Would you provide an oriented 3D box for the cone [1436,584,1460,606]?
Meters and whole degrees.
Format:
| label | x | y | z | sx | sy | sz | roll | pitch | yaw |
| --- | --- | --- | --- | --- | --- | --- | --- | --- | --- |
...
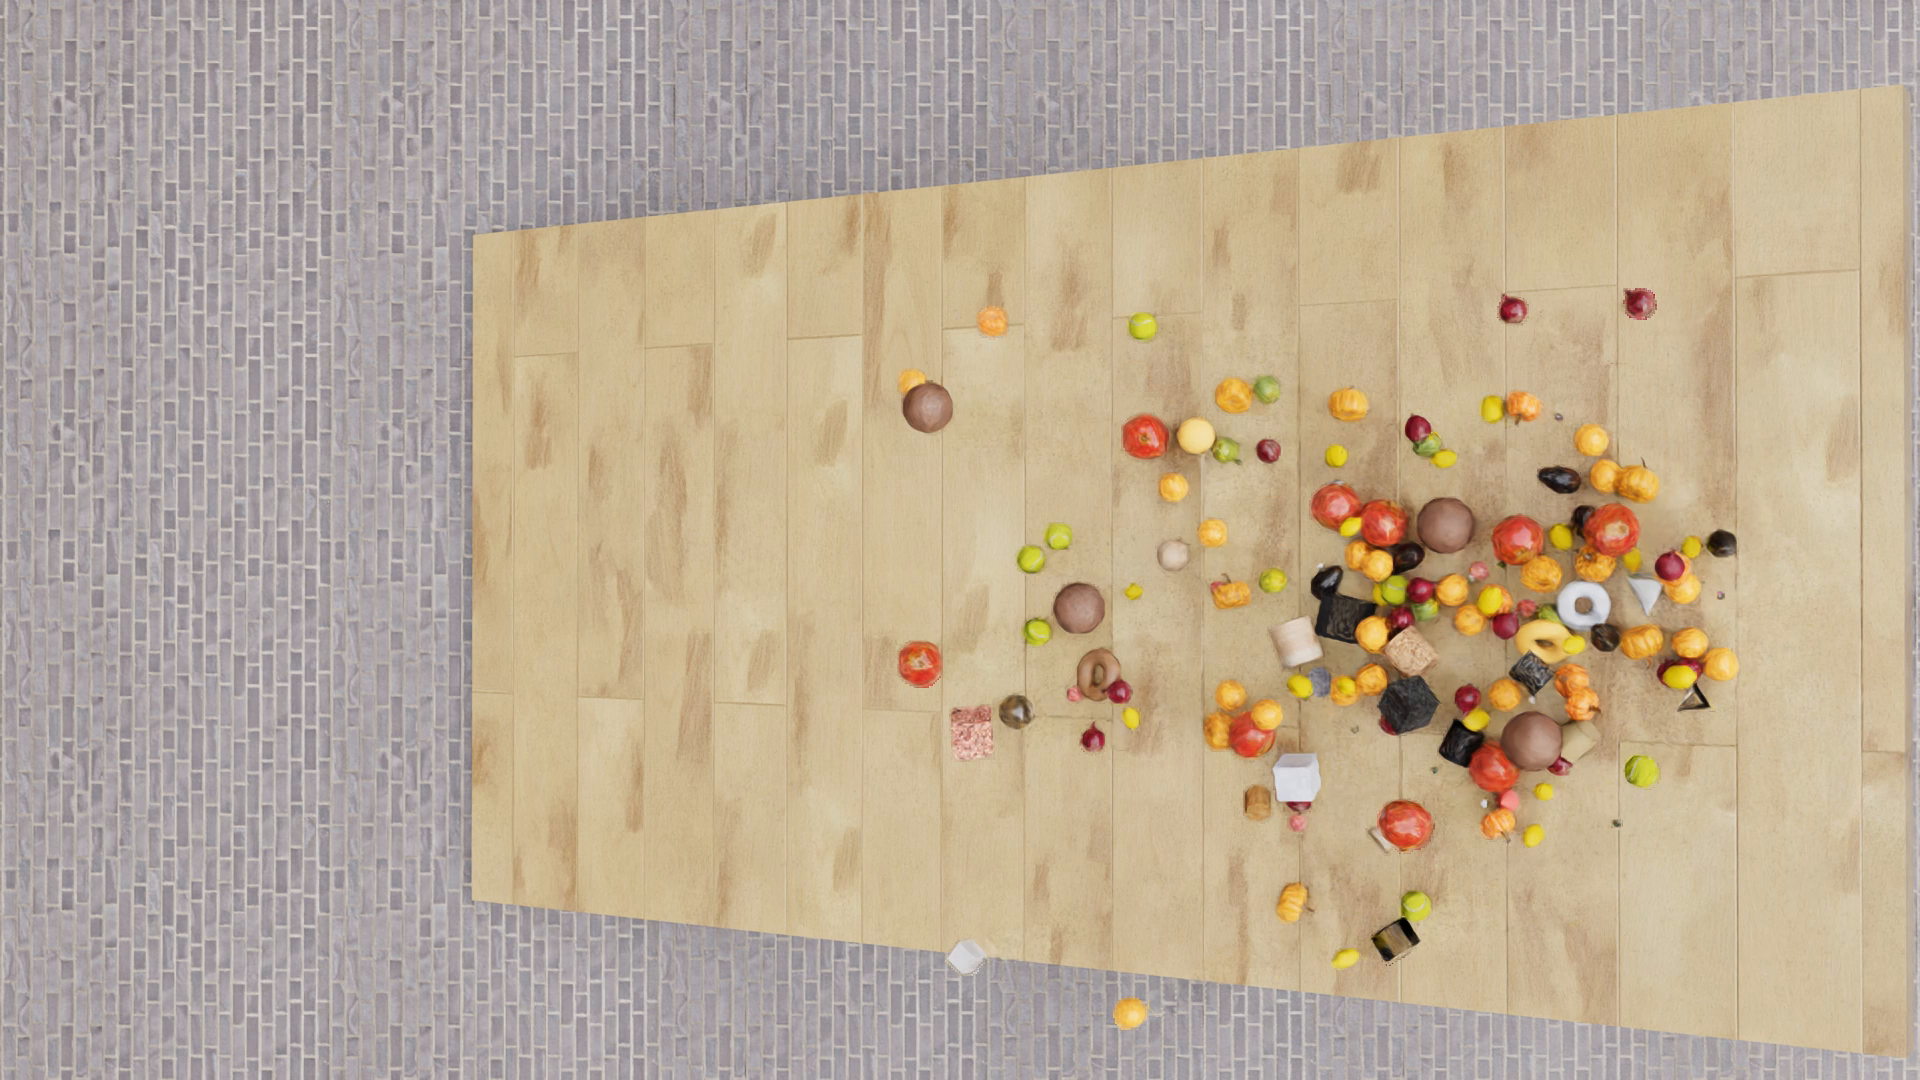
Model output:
| label | x | y | z | sx | sy | sz | roll | pitch | yaw |
| --- | --- | --- | --- | --- | --- | --- | --- | --- | --- |
| cone | 1.115 | 0.129 | 5.009 | 0.054 | 0.054 | 0.054 | 10 | 89 | 5 |

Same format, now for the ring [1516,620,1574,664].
| label | x | y | z | sx | sy | sz | roll | pitch | yaw |
| --- | --- | --- | --- | --- | --- | --- | --- | --- | --- |
| ring | 1.290 | 0.225 | 4.855 | 0.126 | 0.126 | 0.042 | 21 | 51 | 0 |

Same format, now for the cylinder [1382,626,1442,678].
| label | x | y | z | sx | sy | sz | roll | pitch | yaw |
| --- | --- | --- | --- | --- | --- | --- | --- | --- | --- |
| cylinder | 1.030 | 0.262 | 5.012 | 0.095 | 0.095 | 0.095 | -40 | 69 | 0 |

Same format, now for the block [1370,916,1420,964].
| label | x | y | z | sx | sy | sz | roll | pitch | yaw |
| --- | --- | --- | --- | --- | --- | --- | --- | --- | --- |
| block | 0.997 | 0.916 | 5.034 | 0.067 | 0.067 | 0.067 | -20 | 69 | -30 |

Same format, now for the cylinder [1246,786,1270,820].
| label | x | y | z | sx | sy | sz | roll | pitch | yaw |
| --- | --- | --- | --- | --- | --- | --- | --- | --- | --- |
| cylinder | 0.694 | 0.613 | 5.122 | 0.058 | 0.058 | 0.058 | 3 | 129 | 4 |

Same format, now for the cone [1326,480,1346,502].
| label | x | y | z | sx | sy | sz | roll | pitch | yaw |
| --- | --- | --- | --- | --- | --- | --- | --- | --- | --- |
| cone | 0.867 | -0.121 | 5.141 | 0.052 | 0.052 | 0.052 | -14 | 69 | 38 |

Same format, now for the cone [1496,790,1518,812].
| label | x | y | z | sx | sy | sz | roll | pitch | yaw |
| --- | --- | --- | --- | --- | --- | --- | --- | --- | --- |
| cone | 1.217 | 0.586 | 4.925 | 0.052 | 0.052 | 0.052 | 0 | 89 | 32 |

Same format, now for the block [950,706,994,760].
| label | x | y | z | sx | sy | sz | roll | pitch | yaw |
| --- | --- | --- | --- | --- | --- | --- | --- | --- | --- |
| block | 0.030 | 0.476 | 5.424 | 0.096 | 0.096 | 0.096 | -5 | 110 | 2 |

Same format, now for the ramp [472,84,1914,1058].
| label | x | y | z | sx | sy | sz | roll | pitch | yaw |
| --- | --- | --- | --- | --- | --- | --- | --- | --- | --- |
| ramp | 0.263 | 0.072 | 5.607 | 4.000 | 0.100 | 2.000 | 0 | 89 | 32 |

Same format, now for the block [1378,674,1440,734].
| label | x | y | z | sx | sy | sz | roll | pitch | yaw |
| --- | --- | --- | --- | --- | --- | --- | --- | --- | --- |
| block | 1.010 | 0.371 | 4.954 | 0.085 | 0.085 | 0.085 | -13 | 52 | -25 |

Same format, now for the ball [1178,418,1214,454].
| label | x | y | z | sx | sy | sz | roll | pitch | yaw |
| --- | --- | --- | --- | --- | --- | --- | --- | --- | --- |
| ball | 0.566 | -0.250 | 5.271 | 0.089 | 0.089 | 0.089 | 0 | 89 | 0 |

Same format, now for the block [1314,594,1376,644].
| label | x | y | z | sx | sy | sz | roll | pitch | yaw |
| --- | --- | --- | --- | --- | --- | --- | --- | --- | --- |
| block | 0.894 | 0.183 | 5.100 | 0.094 | 0.094 | 0.094 | 14 | 97 | 35 |

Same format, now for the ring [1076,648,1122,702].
| label | x | y | z | sx | sy | sz | roll | pitch | yaw |
| --- | --- | --- | --- | --- | --- | --- | --- | --- | --- |
| ring | 0.344 | 0.335 | 5.462 | 0.131 | 0.044 | 0.131 | -9 | 77 | 41 |

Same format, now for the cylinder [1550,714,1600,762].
| label | x | y | z | sx | sy | sz | roll | pitch | yaw |
| --- | --- | --- | --- | --- | --- | --- | --- | --- | --- |
| cylinder | 1.351 | 0.436 | 4.826 | 0.076 | 0.076 | 0.076 | 41 | 117 | 0 |

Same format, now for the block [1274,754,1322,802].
| label | x | y | z | sx | sy | sz | roll | pitch | yaw |
| --- | --- | --- | --- | --- | --- | --- | --- | --- | --- |
| block | 0.787 | 0.554 | 5.130 | 0.083 | 0.083 | 0.083 | -3 | 108 | 25 |

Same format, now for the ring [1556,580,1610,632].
| label | x | y | z | sx | sy | sz | roll | pitch | yaw |
| --- | --- | --- | --- | --- | --- | --- | --- | --- | --- |
| ring | 1.369 | 0.144 | 4.829 | 0.116 | 0.039 | 0.116 | -1 | 87 | 12 |

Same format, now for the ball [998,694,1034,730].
| label | x | y | z | sx | sy | sz | roll | pitch | yaw |
| --- | --- | --- | --- | --- | --- | --- | --- | --- | --- |
| ball | 0.142 | 0.435 | 5.567 | 0.088 | 0.088 | 0.088 | 0 | 89 | 0 |

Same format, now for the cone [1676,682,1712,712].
| label | x | y | z | sx | sy | sz | roll | pitch | yaw |
| --- | --- | --- | --- | --- | --- | --- | --- | --- | --- |
| cone | 1.558 | 0.348 | 4.695 | 0.066 | 0.066 | 0.066 | -33 | 90 | 15 |

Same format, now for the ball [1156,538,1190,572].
| label | x | y | z | sx | sy | sz | roll | pitch | yaw |
| --- | --- | --- | --- | --- | --- | --- | --- | --- | --- |
| ball | 0.517 | 0.037 | 5.345 | 0.081 | 0.081 | 0.081 | 0 | 89 | 0 |

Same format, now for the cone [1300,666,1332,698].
| label | x | y | z | sx | sy | sz | roll | pitch | yaw |
| --- | --- | --- | --- | --- | --- | --- | --- | --- | --- |
| cone | 0.824 | 0.339 | 5.181 | 0.071 | 0.071 | 0.071 | 7 | 77 | -30 |

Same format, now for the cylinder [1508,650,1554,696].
| label | x | y | z | sx | sy | sz | roll | pitch | yaw |
| --- | --- | --- | --- | --- | --- | --- | --- | --- | --- |
| cylinder | 1.252 | 0.290 | 4.815 | 0.072 | 0.072 | 0.072 | 42 | 90 | 10 |

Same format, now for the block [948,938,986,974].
| label | x | y | z | sx | sy | sz | roll | pitch | yaw |
| --- | --- | --- | --- | --- | --- | --- | --- | --- | --- |
| block | 0.018 | 1.072 | 5.656 | 0.059 | 0.059 | 0.059 | 43 | 111 | 24 |

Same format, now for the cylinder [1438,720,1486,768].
| label | x | y | z | sx | sy | sz | roll | pitch | yaw |
| --- | --- | --- | --- | --- | --- | --- | --- | --- | --- |
| cylinder | 1.132 | 0.460 | 4.963 | 0.078 | 0.078 | 0.078 | 23 | 103 | 0 |

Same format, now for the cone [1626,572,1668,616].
| label | x | y | z | sx | sy | sz | roll | pitch | yaw |
| --- | --- | --- | --- | --- | --- | --- | --- | --- | --- |
| cone | 1.485 | 0.123 | 4.752 | 0.089 | 0.089 | 0.089 | -2 | 99 | 0 |
